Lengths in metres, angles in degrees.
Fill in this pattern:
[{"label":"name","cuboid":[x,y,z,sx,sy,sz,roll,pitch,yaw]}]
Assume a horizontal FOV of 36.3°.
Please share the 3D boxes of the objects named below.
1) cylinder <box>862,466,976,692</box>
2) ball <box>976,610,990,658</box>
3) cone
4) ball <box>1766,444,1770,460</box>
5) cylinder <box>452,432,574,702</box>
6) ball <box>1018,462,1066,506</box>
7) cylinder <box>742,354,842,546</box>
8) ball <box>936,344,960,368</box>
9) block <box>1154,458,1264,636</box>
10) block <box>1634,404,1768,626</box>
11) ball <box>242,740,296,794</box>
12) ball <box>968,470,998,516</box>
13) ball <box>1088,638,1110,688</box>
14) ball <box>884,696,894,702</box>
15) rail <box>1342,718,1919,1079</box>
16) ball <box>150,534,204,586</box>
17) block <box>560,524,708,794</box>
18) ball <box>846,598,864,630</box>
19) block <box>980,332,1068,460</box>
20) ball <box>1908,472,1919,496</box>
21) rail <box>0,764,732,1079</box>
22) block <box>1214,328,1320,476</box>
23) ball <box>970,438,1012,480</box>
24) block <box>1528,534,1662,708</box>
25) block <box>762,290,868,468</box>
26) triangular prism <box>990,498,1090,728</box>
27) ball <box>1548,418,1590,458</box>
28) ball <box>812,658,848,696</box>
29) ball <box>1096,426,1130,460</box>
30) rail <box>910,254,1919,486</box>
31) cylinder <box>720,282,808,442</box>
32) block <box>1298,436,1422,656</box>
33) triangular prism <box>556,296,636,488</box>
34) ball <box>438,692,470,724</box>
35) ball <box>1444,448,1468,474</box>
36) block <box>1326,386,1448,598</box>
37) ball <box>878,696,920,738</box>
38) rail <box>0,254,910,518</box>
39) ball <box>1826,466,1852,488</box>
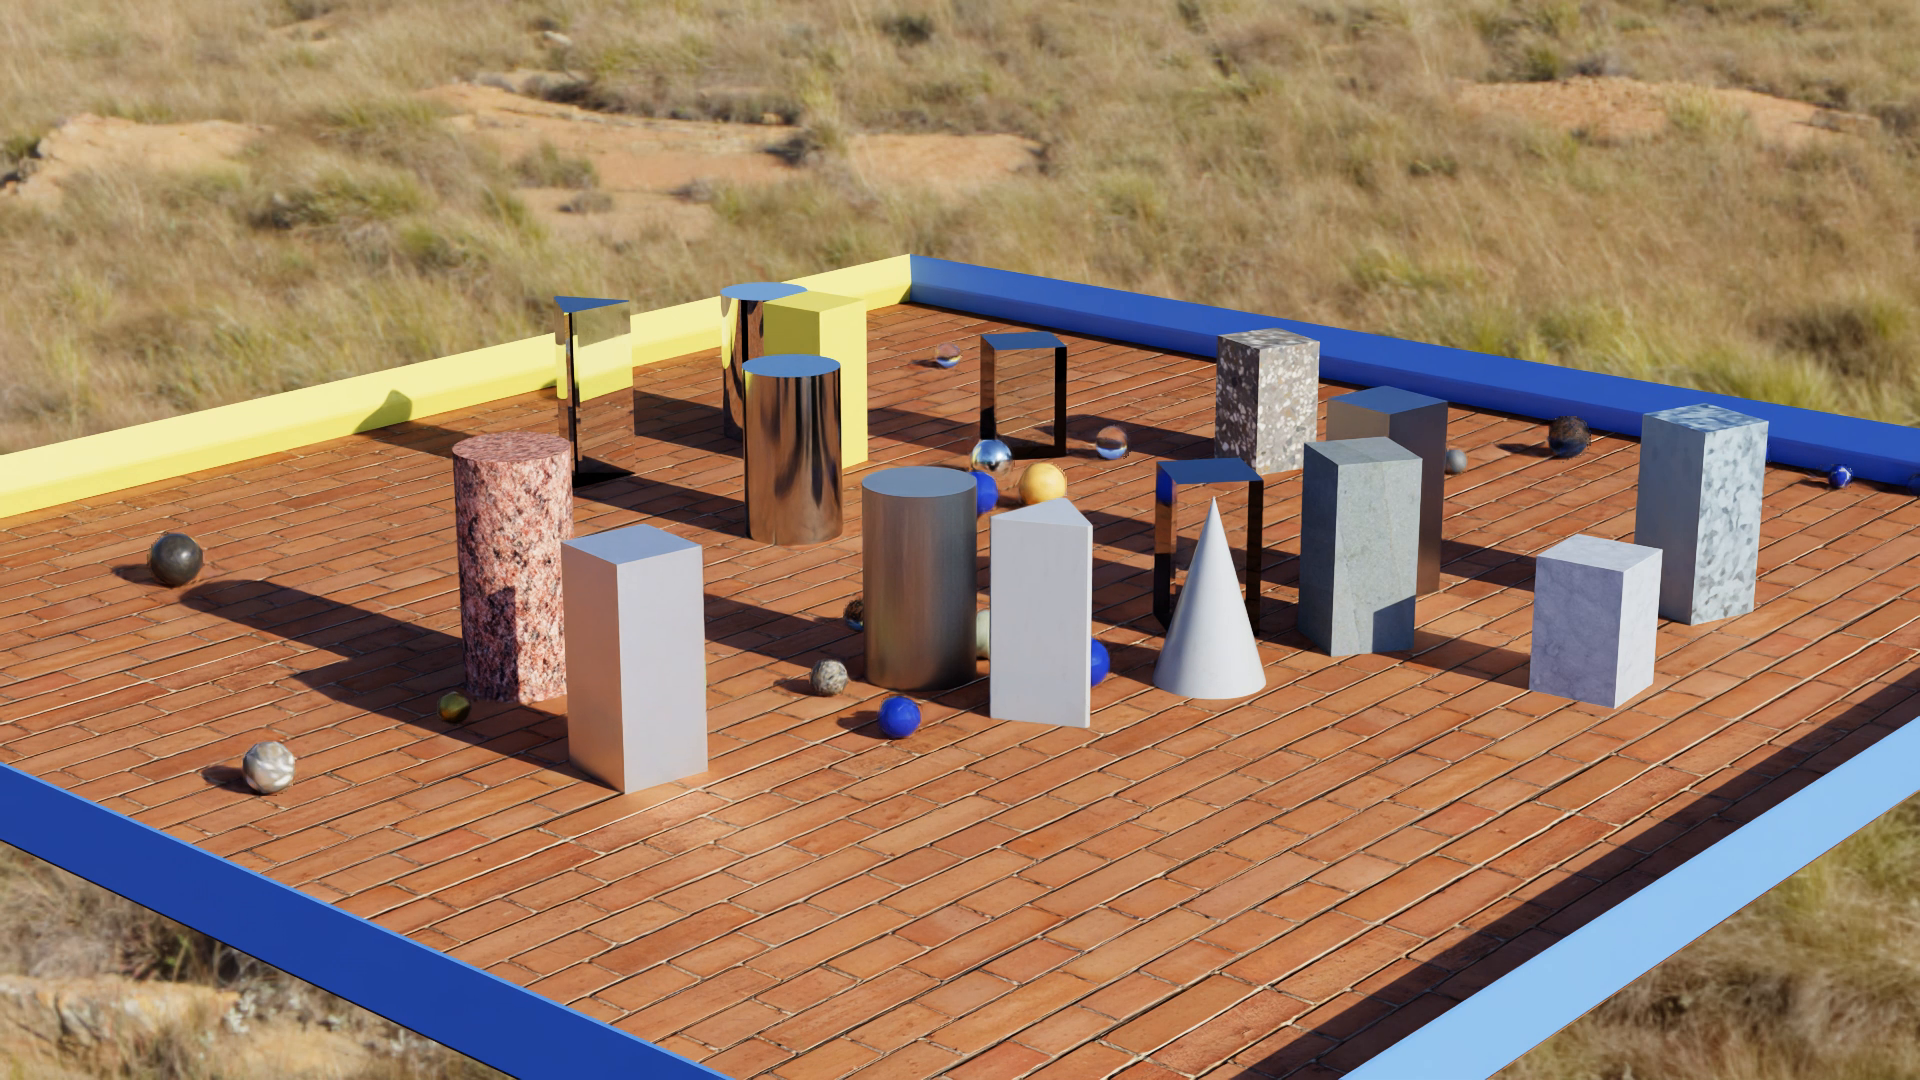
[{"label":"cylinder","cuboid":[-0.064,0.061,4.673,0.182,0.320,0.182,0,17,0]},{"label":"ball","cuboid":[0.045,0.154,4.782,0.079,0.079,0.079,0,17,0]},{"label":"cone","cuboid":[0.398,0.076,4.644,0.182,0.307,0.182,0,17,0]},{"label":"ball","cuboid":[1.599,-0.177,5.906,0.061,0.061,0.061,0,17,0]},{"label":"cylinder","cuboid":[-0.698,0.042,4.616,0.182,0.390,0.182,0,17,0]},{"label":"ball","cuboid":[0.157,-0.103,5.614,0.089,0.089,0.089,0,17,0]},{"label":"cylinder","cuboid":[-0.310,-0.168,5.434,0.182,0.318,0.182,0,17,0]},{"label":"ball","cuboid":[-0.027,-0.423,6.728,0.056,0.056,0.056,0,17,0]},{"label":"block","cuboid":[0.415,0.014,4.915,0.146,0.270,0.146,-3,17,-10]},{"label":"block","cuboid":[1.258,-0.045,4.995,0.146,0.337,0.146,-10,20,-30]},{"label":"ball","cuboid":[-0.994,0.327,4.218,0.075,0.075,0.075,0,17,0]},{"label":"ball","cuboid":[0.030,-0.088,5.570,0.086,0.086,0.086,0,17,0]},{"label":"ball","cuboid":[0.196,0.194,4.640,0.084,0.084,0.084,0,17,0]},{"label":"ball","cuboid":[-0.099,0.261,4.493,0.042,0.042,0.042,0,17,0]},{"label":"rail","cuboid":[1.241,0.342,4.090,0.045,0.118,3.451,14,22,39]},{"label":"ball","cuboid":[-1.379,0.034,5.158,0.091,0.091,0.091,0,17,0]},{"label":"block","cuboid":[-0.473,0.171,4.266,0.146,0.346,0.146,-14,22,-38]},{"label":"ball","cuboid":[-0.166,0.125,4.923,0.053,0.053,0.053,0,17,0]},{"label":"block","cuboid":[0.129,-0.295,6.003,0.146,0.231,0.146,-4,17,-12]},{"label":"ball","cuboid":[1.868,-0.108,5.702,0.046,0.046,0.046,0,17,0]},{"label":"rail","cuboid":[-1.116,0.402,3.891,3.334,0.118,0.045,14,22,39]},{"label":"block","cuboid":[0.617,-0.280,5.907,0.146,0.258,0.146,-9,19,-28]},{"label":"ball","cuboid":[0.063,-0.159,5.805,0.085,0.085,0.085,0,17,0]},{"label":"block","cuboid":[1.002,0.126,4.625,0.146,0.223,0.146,12,21,34]},{"label":"block","cuboid":[-0.290,-0.317,5.900,0.146,0.333,0.146,12,21,35]},{"label":"triangular prism","cuboid":[0.140,0.107,4.518,0.158,0.321,0.137,5,18,16]},{"label":"ball","cuboid":[1.239,-0.209,5.973,0.083,0.083,0.083,0,17,0]},{"label":"ball","cuboid":[-0.205,0.216,4.613,0.058,0.058,0.058,0,17,0]},{"label":"ball","cuboid":[0.310,-0.198,5.961,0.069,0.069,0.069,0,17,0]},{"label":"rail","cuboid":[1.116,-0.343,6.351,3.334,0.118,0.045,14,22,39]},{"label":"cylinder","cuboid":[-0.407,-0.372,6.133,0.182,0.302,0.182,0,17,0]},{"label":"block","cuboid":[0.657,0.010,4.835,0.146,0.325,0.146,-5,17,-15]},{"label":"triangular prism","cuboid":[-0.753,-0.300,5.811,0.137,0.352,0.158,16,23,42]},{"label":"ball","cuboid":[-0.775,0.257,4.494,0.048,0.048,0.048,0,17,0]},{"label":"ball","cuboid":[0.987,-0.156,5.856,0.051,0.051,0.051,0,17,0]},{"label":"block","cuboid":[0.736,-0.078,5.092,0.146,0.342,0.146,-13,21,-37]},{"label":"ball","cuboid":[-0.091,0.268,4.432,0.064,0.064,0.064,0,17,0]},{"label":"rail","cuboid":[-1.241,-0.283,6.153,0.045,0.118,3.451,14,22,39]},{"label":"ball","cuboid":[1.726,-0.124,5.756,0.046,0.046,0.046,0,17,0]}]
